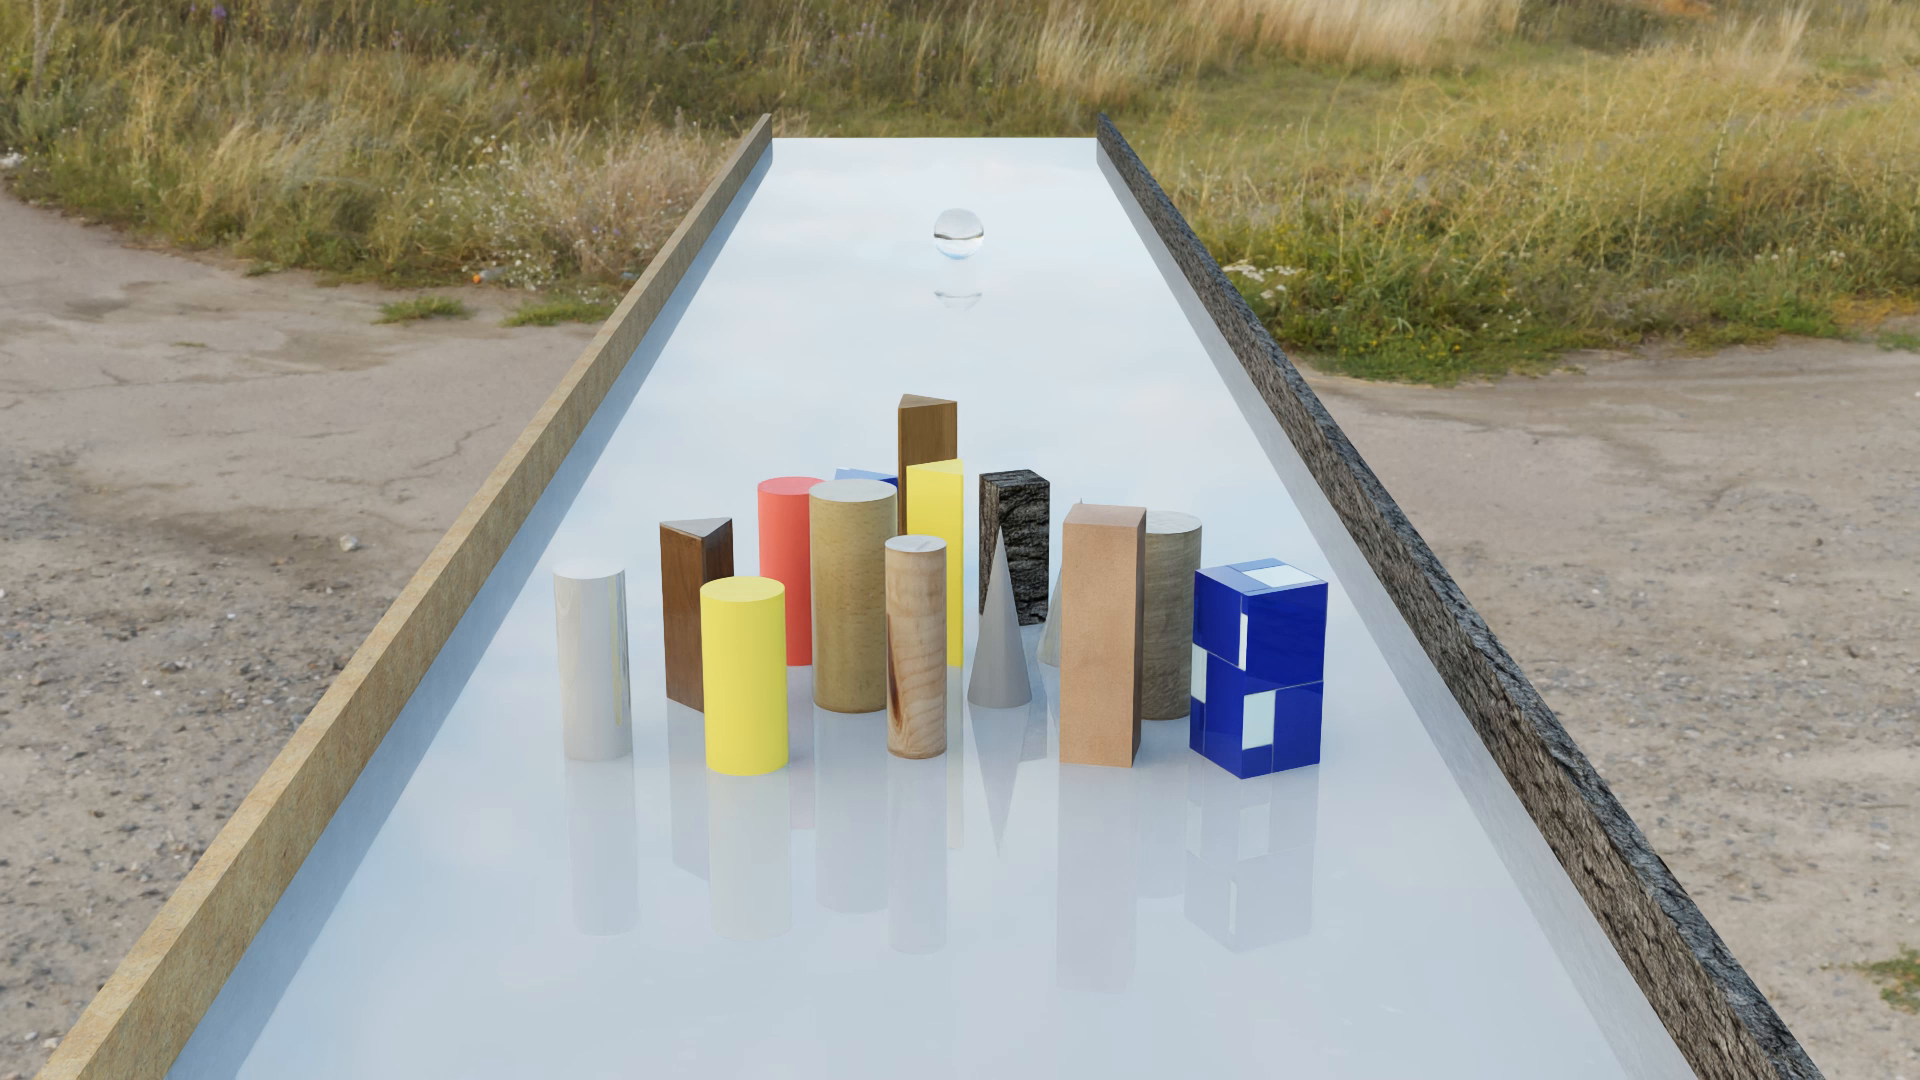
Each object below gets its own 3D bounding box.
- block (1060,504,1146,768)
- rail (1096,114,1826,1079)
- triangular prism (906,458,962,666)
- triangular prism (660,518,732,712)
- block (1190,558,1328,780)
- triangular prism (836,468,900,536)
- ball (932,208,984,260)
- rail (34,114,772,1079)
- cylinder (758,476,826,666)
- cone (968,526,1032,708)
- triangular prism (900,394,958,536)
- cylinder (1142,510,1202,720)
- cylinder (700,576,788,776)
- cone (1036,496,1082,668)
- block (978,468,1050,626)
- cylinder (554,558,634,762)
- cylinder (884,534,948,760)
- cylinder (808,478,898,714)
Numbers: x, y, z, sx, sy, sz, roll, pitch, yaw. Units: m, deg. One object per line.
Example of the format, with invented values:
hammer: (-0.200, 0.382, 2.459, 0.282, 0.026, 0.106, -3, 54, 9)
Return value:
block: (0.252, 0.168, 3.885, 0.129, 0.442, 0.129, 3, 17, 11)
rail: (0.932, -0.844, 7.801, 0.050, 0.150, 12.000, 0, 17, -1)
triangular prism: (-0.024, 0.041, 4.395, 0.125, 0.396, 0.109, 9, 19, 28)
triangular prism: (-0.474, 0.136, 4.160, 0.116, 0.348, 0.134, -15, 22, -41)
block: (0.526, 0.224, 3.885, 0.166, 0.335, 0.166, -8, 18, -26)
triangular prism: (-0.225, 0.010, 4.649, 0.149, 0.310, 0.129, -9, 19, -28)
ball: (-0.007, -1.274, 9.135, 0.214, 0.214, 0.214, 0, 17, 0)
rail: (-1.118, -0.838, 7.780, 0.050, 0.150, 12.000, 0, 17, -1)
cylinder: (-0.330, 0.062, 4.399, 0.141, 0.354, 0.141, 0, 17, 0)
cone: (0.076, 0.136, 4.166, 0.126, 0.345, 0.126, 0, 17, 0)
triangular prism: (-0.096, -0.118, 4.915, 0.142, 0.403, 0.123, -8, 18, -25)
cylinder: (0.370, 0.140, 4.118, 0.155, 0.363, 0.155, 0, 17, 0)
cylinder: (-0.378, 0.238, 3.866, 0.147, 0.319, 0.147, 0, 17, 0)
cone: (0.240, 0.073, 4.398, 0.173, 0.332, 0.173, 0, 17, 0)
block: (0.113, 0.018, 4.627, 0.114, 0.308, 0.114, -6, 18, -20)
cylinder: (-0.652, 0.213, 3.914, 0.125, 0.340, 0.125, 0, 17, 0)
cylinder: (-0.077, 0.190, 3.911, 0.109, 0.385, 0.109, 0, 17, 0)
cylinder: (-0.199, 0.105, 4.150, 0.165, 0.413, 0.165, 0, 17, 0)
